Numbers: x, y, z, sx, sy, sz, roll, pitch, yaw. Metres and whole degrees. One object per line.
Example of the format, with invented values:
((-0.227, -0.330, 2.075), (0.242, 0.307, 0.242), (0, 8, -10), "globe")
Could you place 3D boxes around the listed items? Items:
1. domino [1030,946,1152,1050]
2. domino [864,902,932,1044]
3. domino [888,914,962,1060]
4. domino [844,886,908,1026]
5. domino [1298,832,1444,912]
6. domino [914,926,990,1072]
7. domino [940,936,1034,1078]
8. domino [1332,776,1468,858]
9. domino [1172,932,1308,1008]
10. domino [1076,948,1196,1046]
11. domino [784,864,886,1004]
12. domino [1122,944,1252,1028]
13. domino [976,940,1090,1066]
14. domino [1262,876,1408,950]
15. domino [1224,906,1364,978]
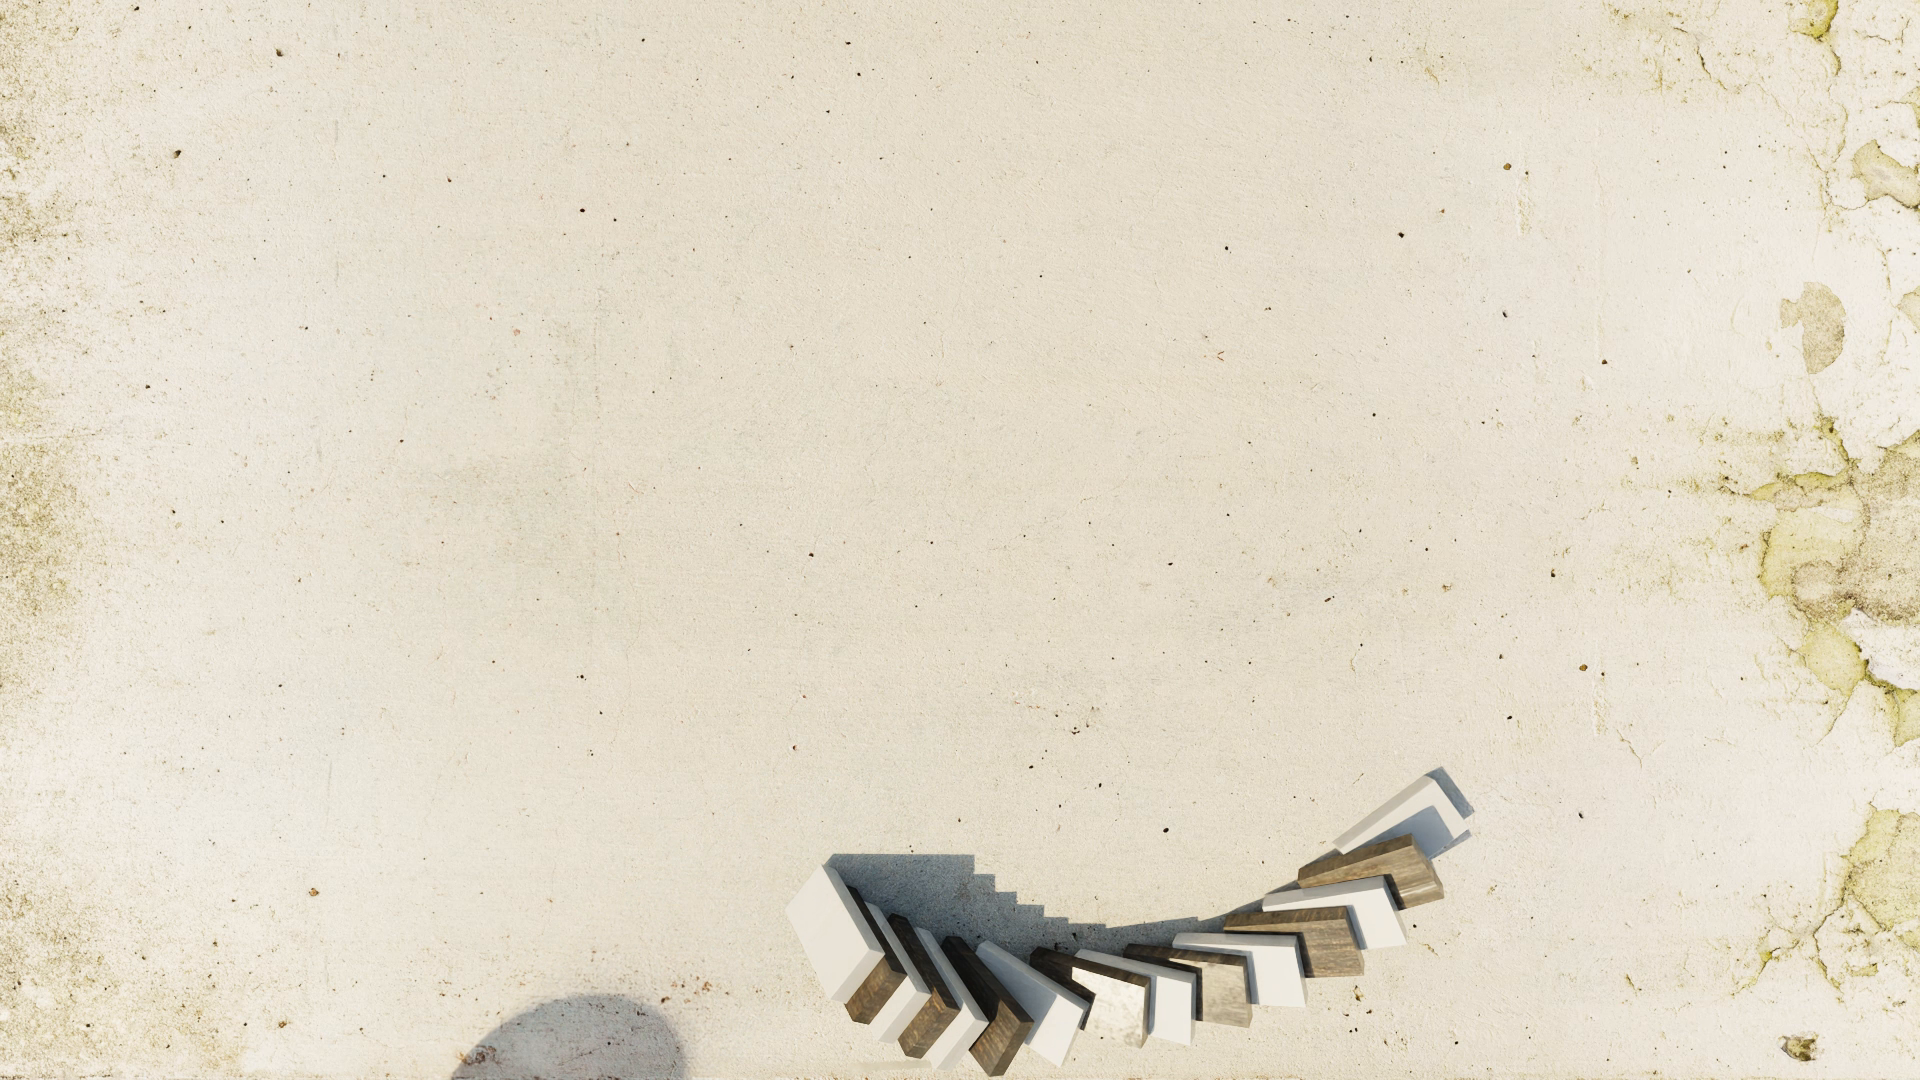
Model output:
((0.053, 0.191, 0.383), (0.050, 0.009, 0.025), (3, 91, 28), "domino")
((-0.034, 0.177, 0.378), (0.025, 0.050, 0.009), (-52, 129, 0), "domino")
((-0.022, 0.182, 0.377), (0.025, 0.050, 0.009), (-51, 129, 1), "domino")
((-0.043, 0.169, 0.378), (0.025, 0.050, 0.009), (-52, 129, 0), "domino")
((0.171, 0.144, 0.384), (0.050, 0.010, 0.025), (-31, 90, 27), "domino")
((-0.011, 0.188, 0.378), (0.025, 0.050, 0.009), (-52, 129, 0), "domino")
((0.006, 0.191, 0.378), (0.010, 0.050, 0.025), (28, 93, -44), "domino")
((0.190, 0.127, 0.395), (0.050, 0.009, 0.025), (-36, 90, 0), "domino")
((0.117, 0.180, 0.384), (0.050, 0.010, 0.025), (-11, 91, 27), "domino")
((0.073, 0.191, 0.385), (0.050, 0.009, 0.025), (1, 90, 27), "domino")
((-0.052, 0.161, 0.378), (0.025, 0.050, 0.009), (-52, 129, 0), "domino")
((0.095, 0.186, 0.385), (0.050, 0.009, 0.025), (-6, 90, 27), "domino")
((0.026, 0.194, 0.385), (0.050, 0.010, 0.025), (22, 90, 26), "domino")
((0.156, 0.159, 0.384), (0.050, 0.009, 0.025), (-23, 92, 28), "domino")
((0.139, 0.169, 0.383), (0.050, 0.010, 0.025), (-17, 94, 28), "domino")
